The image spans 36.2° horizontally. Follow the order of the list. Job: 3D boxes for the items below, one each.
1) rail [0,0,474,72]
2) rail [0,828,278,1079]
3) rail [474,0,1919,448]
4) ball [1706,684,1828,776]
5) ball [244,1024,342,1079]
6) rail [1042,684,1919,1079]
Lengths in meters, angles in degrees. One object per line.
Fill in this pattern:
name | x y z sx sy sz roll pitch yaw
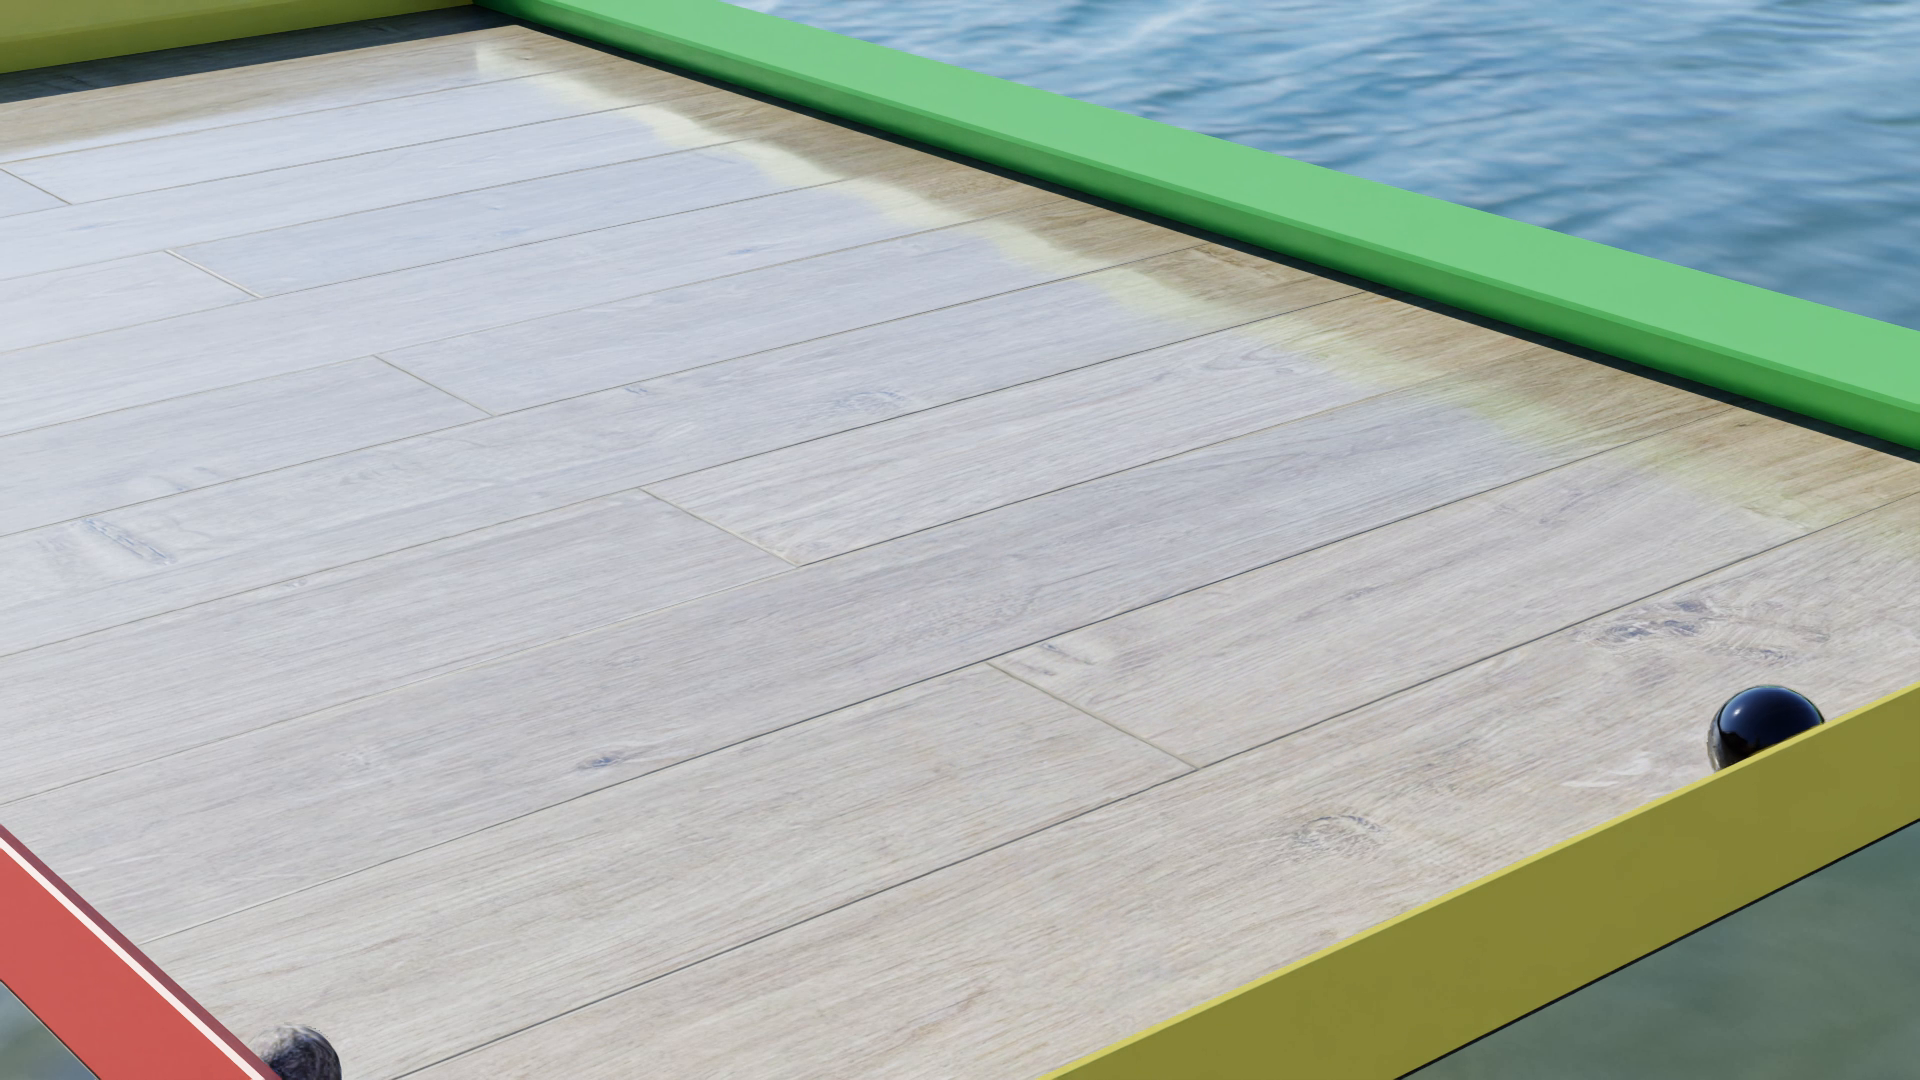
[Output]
rail | -1.467 -0.696 4.160 1.806 0.113 0.045 -17 27 -36
rail | -1.176 -0.043 2.535 0.045 0.113 3.131 -17 27 -36
rail | 0.189 -0.457 3.565 0.045 0.113 3.131 -17 27 -36
ball | 0.578 0.147 2.100 0.087 0.087 0.087 0 22 0
ball | -0.393 0.314 1.717 0.062 0.062 0.062 0 22 0
rail | 0.479 0.196 1.940 1.806 0.113 0.045 -17 27 -36
